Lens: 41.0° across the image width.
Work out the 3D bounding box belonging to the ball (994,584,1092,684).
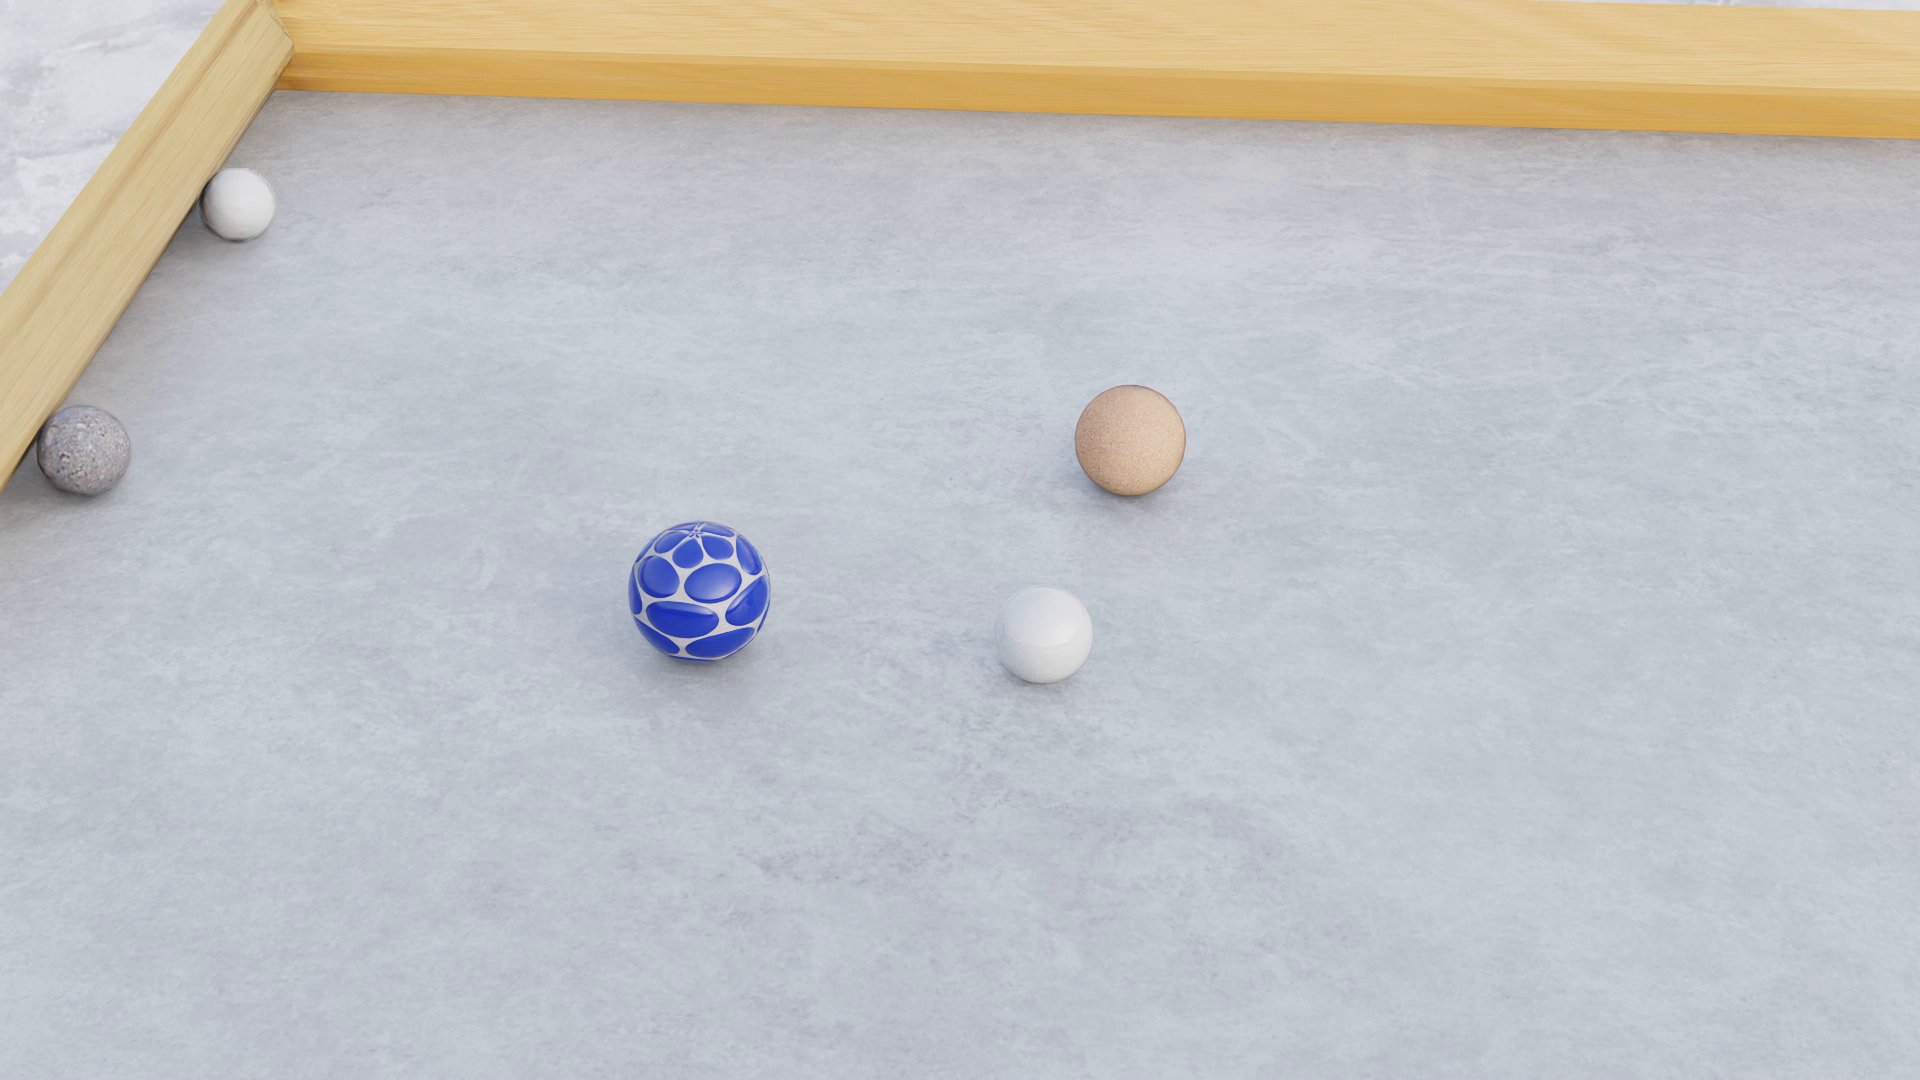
[{"bbox_3d":[0.058,0.065,1.776,0.069,0.069,0.069,0,35,0],"label":"ball"}]

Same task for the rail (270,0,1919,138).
[{"bbox_3d":[0.802,-0.436,2.439,2.999,0.130,0.045,2,35,3],"label":"rail"}]

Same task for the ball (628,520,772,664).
[{"bbox_3d":[-0.182,0.036,1.790,0.100,0.100,0.100,0,35,0],"label":"ball"}]

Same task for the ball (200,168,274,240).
[{"bbox_3d":[-0.650,-0.301,2.306,0.064,0.064,0.064,0,35,0],"label":"ball"}]

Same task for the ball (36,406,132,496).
[{"bbox_3d":[-0.672,-0.069,1.967,0.069,0.069,0.069,0,35,0],"label":"ball"}]

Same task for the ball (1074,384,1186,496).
[{"bbox_3d":[0.130,-0.076,1.964,0.086,0.086,0.086,0,35,0],"label":"ball"}]

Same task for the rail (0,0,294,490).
[{"bbox_3d":[-0.724,-0.050,1.885,0.045,0.130,1.606,2,35,3],"label":"rail"}]
